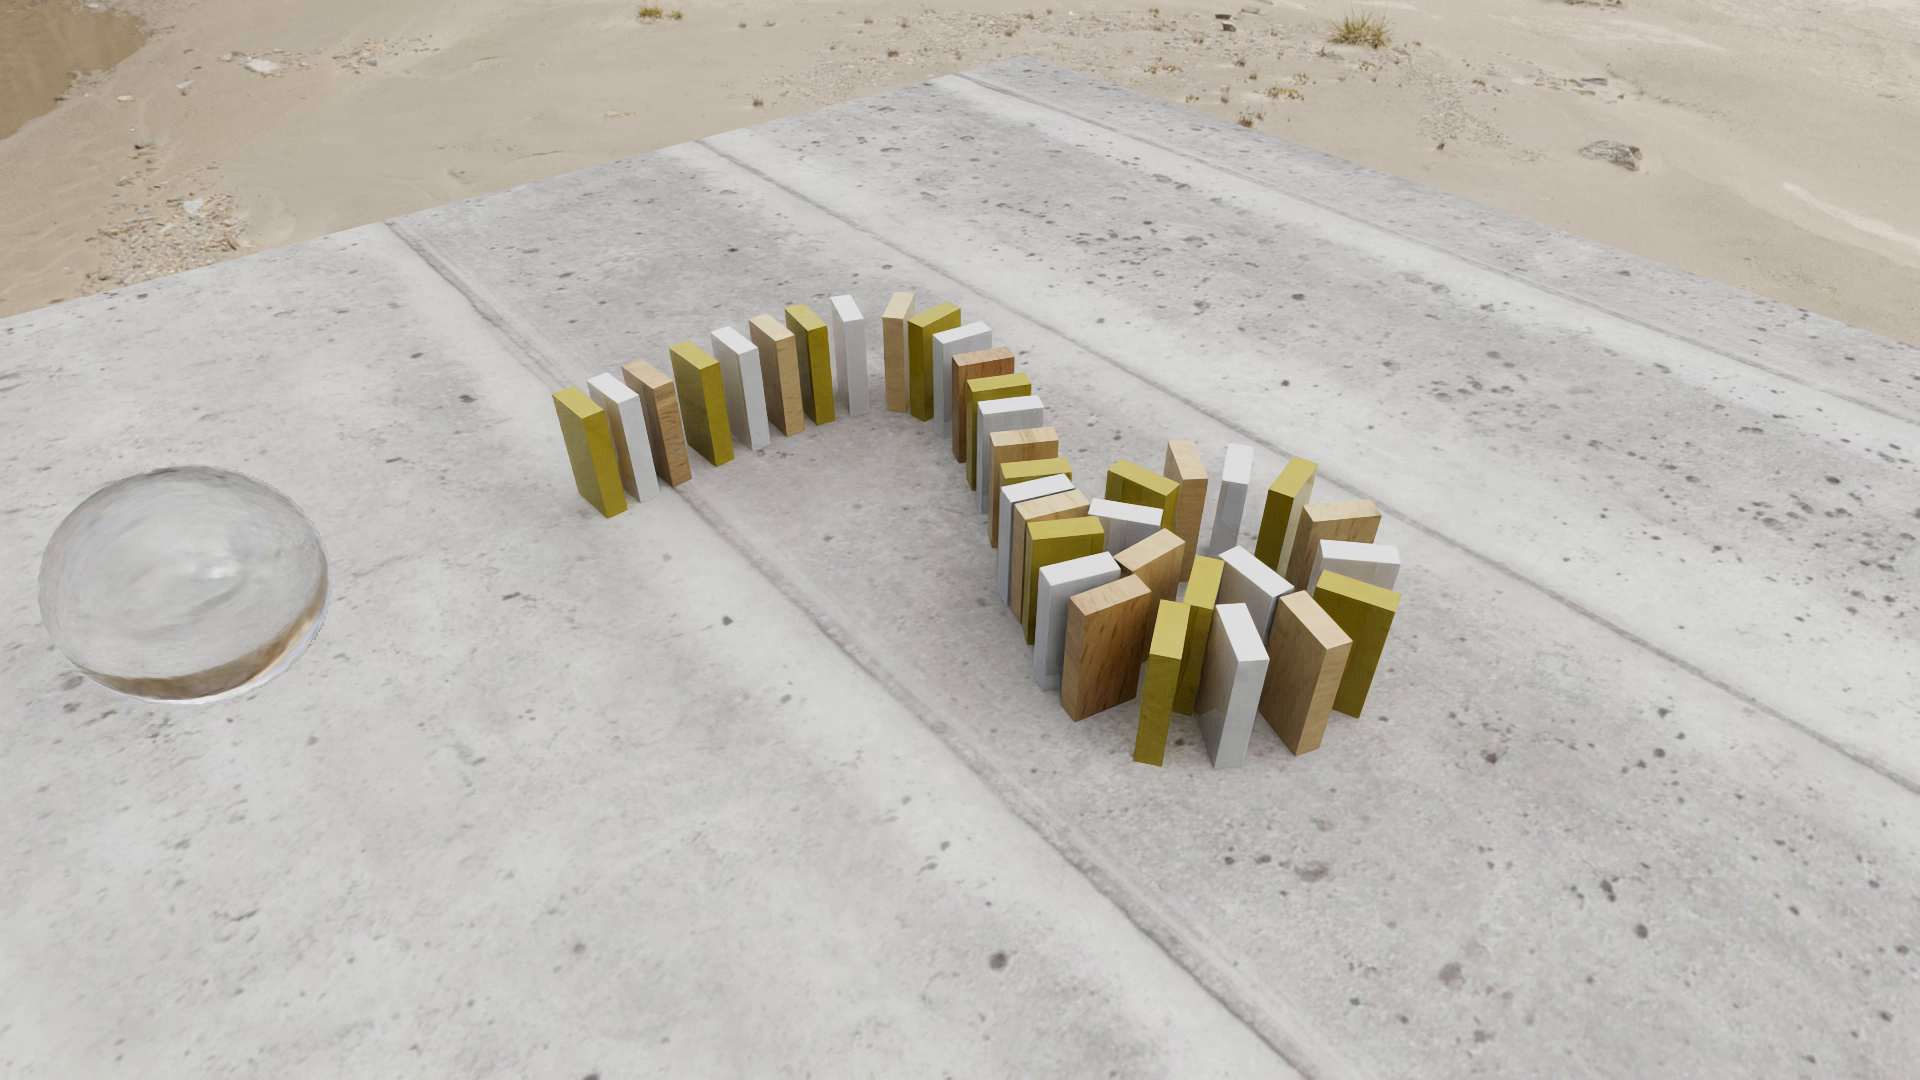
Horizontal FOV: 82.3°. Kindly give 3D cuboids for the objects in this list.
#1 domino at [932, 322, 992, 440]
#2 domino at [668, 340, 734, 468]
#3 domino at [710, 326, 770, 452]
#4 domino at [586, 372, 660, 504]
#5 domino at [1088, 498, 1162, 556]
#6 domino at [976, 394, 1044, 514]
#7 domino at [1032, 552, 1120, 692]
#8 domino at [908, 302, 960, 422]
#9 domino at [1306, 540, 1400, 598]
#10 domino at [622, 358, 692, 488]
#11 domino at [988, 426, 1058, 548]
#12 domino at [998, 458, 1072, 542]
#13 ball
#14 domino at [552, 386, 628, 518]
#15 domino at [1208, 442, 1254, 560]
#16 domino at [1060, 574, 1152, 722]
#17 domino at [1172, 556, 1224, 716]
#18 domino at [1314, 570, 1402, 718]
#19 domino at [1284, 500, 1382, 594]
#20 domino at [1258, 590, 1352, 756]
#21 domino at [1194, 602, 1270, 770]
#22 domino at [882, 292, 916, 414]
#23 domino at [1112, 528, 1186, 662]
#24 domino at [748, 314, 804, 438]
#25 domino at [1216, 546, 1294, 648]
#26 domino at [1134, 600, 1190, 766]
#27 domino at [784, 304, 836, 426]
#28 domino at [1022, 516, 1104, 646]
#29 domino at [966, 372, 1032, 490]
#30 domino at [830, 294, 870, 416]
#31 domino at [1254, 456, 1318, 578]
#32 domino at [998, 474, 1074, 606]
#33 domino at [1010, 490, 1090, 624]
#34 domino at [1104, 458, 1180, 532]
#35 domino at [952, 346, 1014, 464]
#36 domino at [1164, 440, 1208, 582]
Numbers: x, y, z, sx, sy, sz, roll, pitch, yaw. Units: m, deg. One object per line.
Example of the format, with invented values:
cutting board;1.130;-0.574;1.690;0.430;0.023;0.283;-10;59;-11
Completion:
domino;0.001;-0.072;0.499;0.025;0.050;0.009;-20;43;-22
domino;-0.113;-0.060;0.484;0.009;0.050;0.025;-30;48;-31
domino;-0.098;-0.068;0.494;0.010;0.050;0.025;-27;47;-29
domino;-0.142;-0.043;0.464;0.009;0.050;0.025;-32;49;-33
domino;0.058;0.009;0.400;0.025;0.050;0.010;10;40;12
domino;0.020;-0.035;0.454;0.025;0.050;0.009;-8;40;-9
domino;0.039;0.029;0.377;0.025;0.050;0.009;-13;41;-15
domino;-0.012;-0.083;0.512;0.010;0.050;0.025;30;48;32
domino;0.134;0.023;0.383;0.025;0.050;0.010;5;40;6
domino;-0.130;-0.050;0.472;0.009;0.050;0.025;-31;49;-32
domino;0.025;-0.020;0.436;0.025;0.050;0.009;-6;40;-8
domino;0.028;-0.007;0.420;0.025;0.050;0.009;-6;40;-7
ball;-0.258;0.015;0.369;0.080;0.080;0.080;0;39;0
domino;-0.153;-0.036;0.455;0.009;0.050;0.025;-31;48;-32
domino;0.103;-0.009;0.423;0.010;0.050;0.025;10;40;12
domino;0.048;0.037;0.367;0.025;0.050;0.009;-18;43;-21
domino;0.079;0.033;0.372;0.009;0.050;0.025;12;41;15
domino;0.128;0.035;0.368;0.025;0.050;0.009;19;43;22
domino;0.134;0.009;0.401;0.025;0.050;0.009;-5;40;-7
domino;0.111;0.044;0.358;0.010;0.050;0.025;-14;41;-16
domino;0.087;0.047;0.354;0.010;0.050;0.025;-4;39;-4
domino;-0.028;-0.088;0.519;0.010;0.050;0.025;7;40;8
domino;0.063;0.022;0.384;0.025;0.050;0.009;-26;46;-28
domino;-0.084;-0.075;0.503;0.010;0.050;0.025;-25;46;-27
domino;0.097;0.029;0.376;0.009;0.050;0.025;-22;44;-25
domino;0.065;0.047;0.355;0.010;0.050;0.025;10;40;12
domino;-0.070;-0.081;0.511;0.010;0.050;0.025;-21;44;-24
domino;0.036;0.015;0.393;0.025;0.050;0.009;-6;40;-7
domino;0.016;-0.046;0.467;0.025;0.050;0.010;-9;40;-11
domino;-0.052;-0.087;0.517;0.009;0.050;0.025;-12;41;-14
domino;0.122;-0.004;0.416;0.010;0.050;0.025;23;45;26
domino;0.028;0.000;0.411;0.025;0.050;0.010;-13;41;-15
domino;0.032;0.007;0.403;0.025;0.050;0.009;-14;41;-16
domino;0.067;-0.004;0.416;0.025;0.050;0.009;28;47;30
domino;0.010;-0.059;0.483;0.025;0.050;0.010;-12;41;-14
domino;0.085;-0.011;0.425;0.010;0.050;0.025;-3;39;-3
